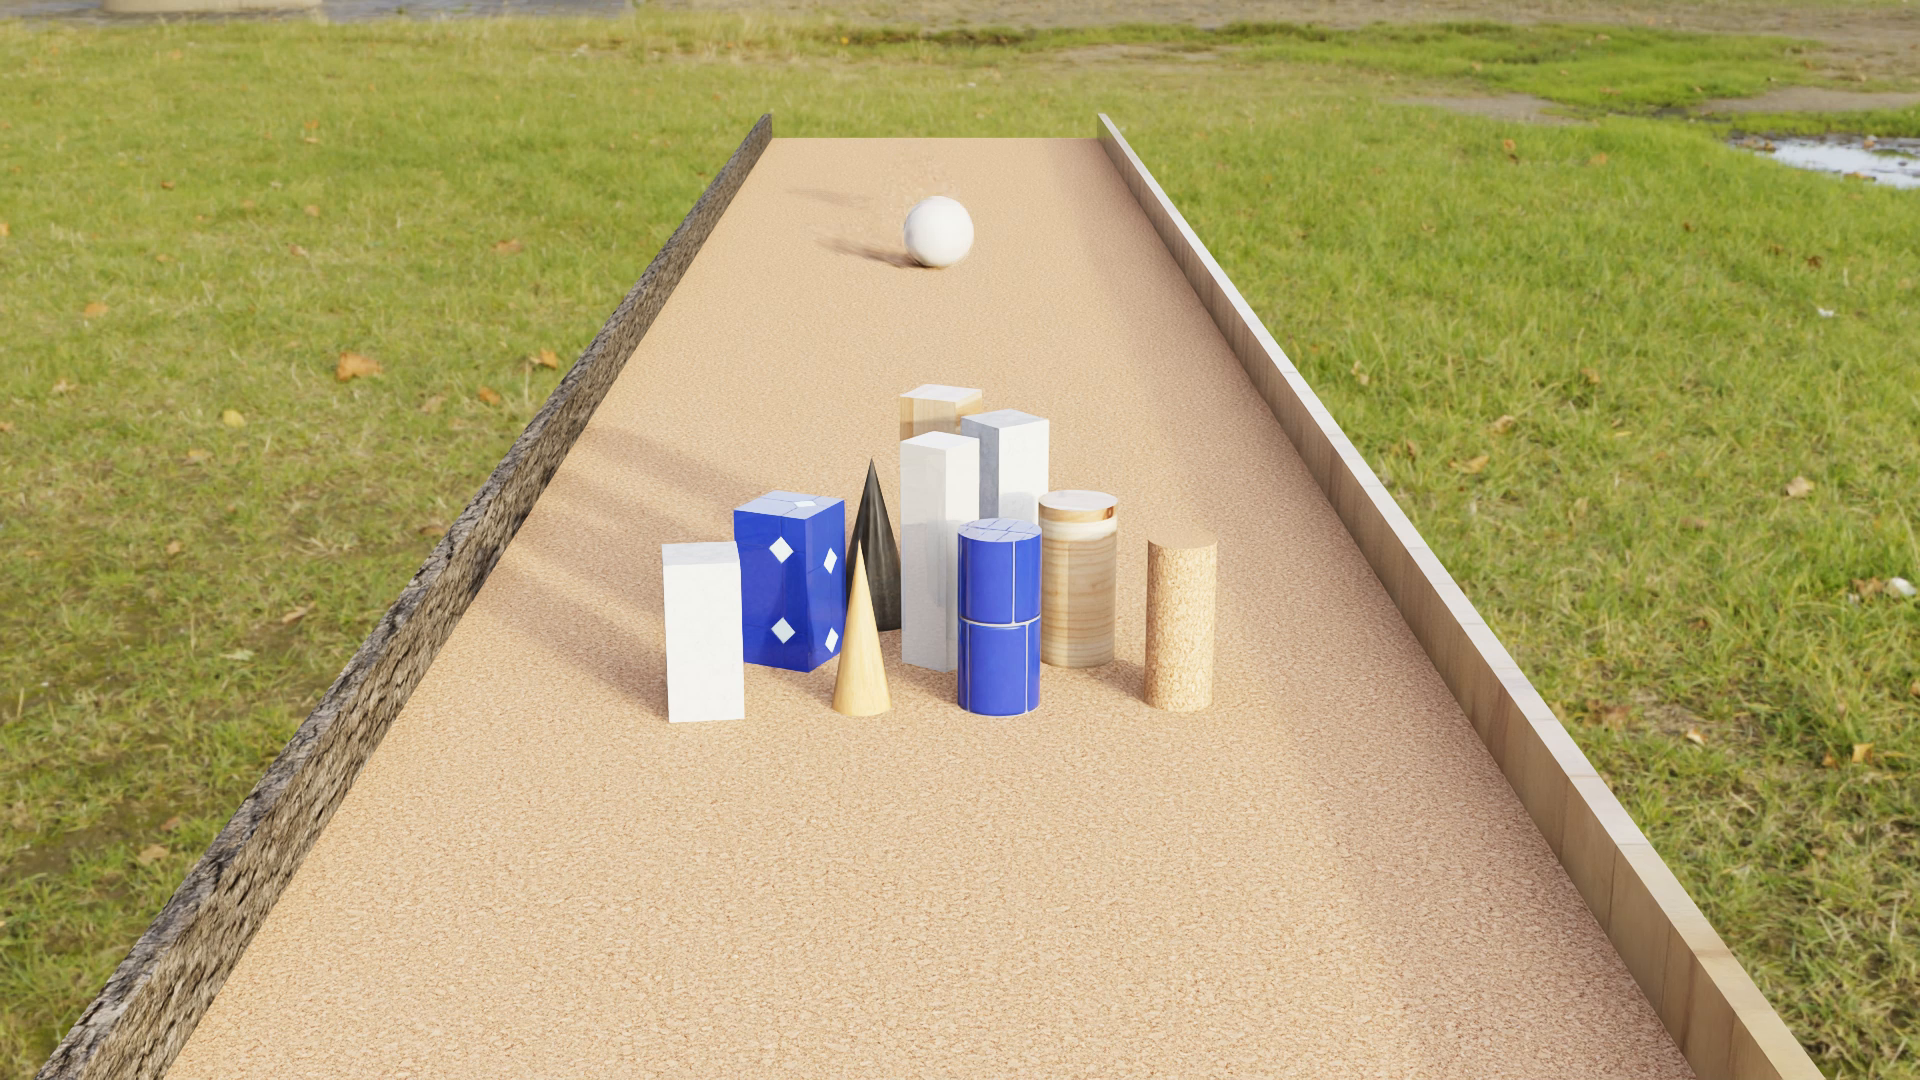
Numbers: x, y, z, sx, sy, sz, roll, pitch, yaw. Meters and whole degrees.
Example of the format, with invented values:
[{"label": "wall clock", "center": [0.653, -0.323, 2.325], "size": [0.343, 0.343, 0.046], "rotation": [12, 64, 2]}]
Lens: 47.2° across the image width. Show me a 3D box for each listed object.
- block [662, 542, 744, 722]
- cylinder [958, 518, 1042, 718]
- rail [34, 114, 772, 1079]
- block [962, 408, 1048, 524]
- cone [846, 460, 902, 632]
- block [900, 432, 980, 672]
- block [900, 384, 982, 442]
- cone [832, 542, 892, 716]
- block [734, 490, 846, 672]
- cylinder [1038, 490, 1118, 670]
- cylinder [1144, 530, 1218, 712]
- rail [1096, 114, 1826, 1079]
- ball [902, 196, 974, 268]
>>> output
[{"label": "block", "center": [-0.481, 0.171, 4.118], "size": [0.140, 0.305, 0.140], "rotation": [-2, 17, -8]}, {"label": "cylinder", "center": [0.074, 0.145, 4.138], "size": [0.158, 0.342, 0.158], "rotation": [0, 17, 0]}, {"label": "rail", "center": [-1.118, -0.838, 7.780], "size": [0.050, 0.150, 12.000], "rotation": [0, 17, -1]}, {"label": "block", "center": [0.093, -0.048, 4.640], "size": [0.130, 0.427, 0.130], "rotation": [-12, 20, -35]}, {"label": "cone", "center": [-0.183, -0.004, 4.617], "size": [0.179, 0.356, 0.179], "rotation": [0, 17, 0]}, {"label": "block", "center": [-0.040, 0.023, 4.353], "size": [0.110, 0.454, 0.110], "rotation": [12, 20, 34]}, {"label": "block", "center": [-0.042, -0.119, 4.879], "size": [0.135, 0.425, 0.135], "rotation": [8, 18, 24]}, {"label": "cone", "center": [-0.187, 0.156, 4.127], "size": [0.114, 0.327, 0.114], "rotation": [0, 17, 0]}, {"label": "block", "center": [-0.338, 0.081, 4.401], "size": [0.161, 0.316, 0.161], "rotation": [8, 18, 24]}, {"label": "cylinder", "center": [0.233, 0.078, 4.393], "size": [0.157, 0.326, 0.157], "rotation": [0, 17, 0]}, {"label": "cylinder", "center": [0.416, 0.151, 4.156], "size": [0.129, 0.320, 0.129], "rotation": [0, 17, 0]}, {"label": "rail", "center": [0.932, -0.844, 7.801], "size": [0.050, 0.150, 12.000], "rotation": [0, 17, -1]}, {"label": "ball", "center": [-0.088, -1.249, 8.920], "size": [0.289, 0.289, 0.289], "rotation": [0, 17, 0]}]
